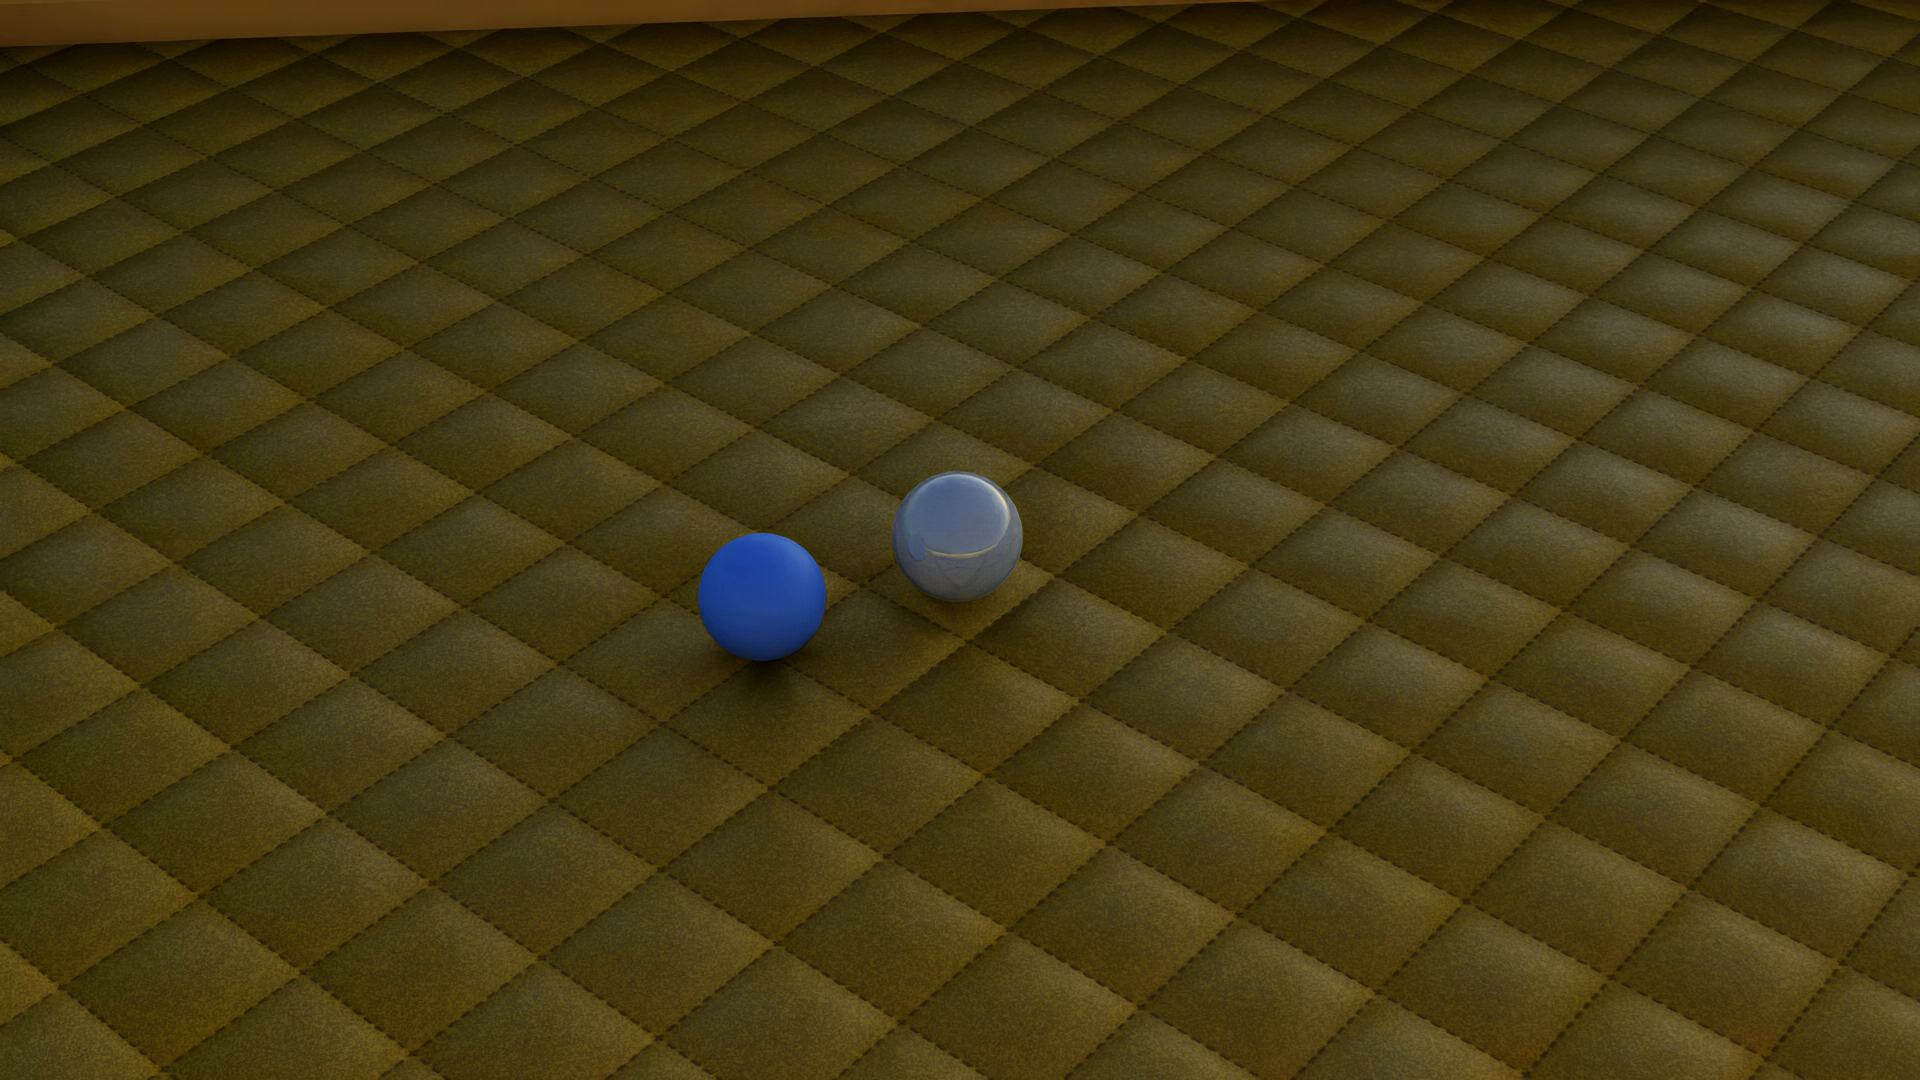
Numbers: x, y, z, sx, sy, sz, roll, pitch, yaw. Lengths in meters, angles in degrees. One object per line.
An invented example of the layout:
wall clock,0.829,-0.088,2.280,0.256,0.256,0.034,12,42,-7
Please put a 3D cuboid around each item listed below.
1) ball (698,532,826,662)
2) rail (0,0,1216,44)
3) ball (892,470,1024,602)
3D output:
ball,-0.120,0.035,1.555,0.078,0.078,0.078,0,36,0
rail,0.780,-0.556,2.323,3.418,0.124,0.045,-3,36,-4
ball,-0.002,-0.002,1.602,0.082,0.082,0.082,0,36,0
